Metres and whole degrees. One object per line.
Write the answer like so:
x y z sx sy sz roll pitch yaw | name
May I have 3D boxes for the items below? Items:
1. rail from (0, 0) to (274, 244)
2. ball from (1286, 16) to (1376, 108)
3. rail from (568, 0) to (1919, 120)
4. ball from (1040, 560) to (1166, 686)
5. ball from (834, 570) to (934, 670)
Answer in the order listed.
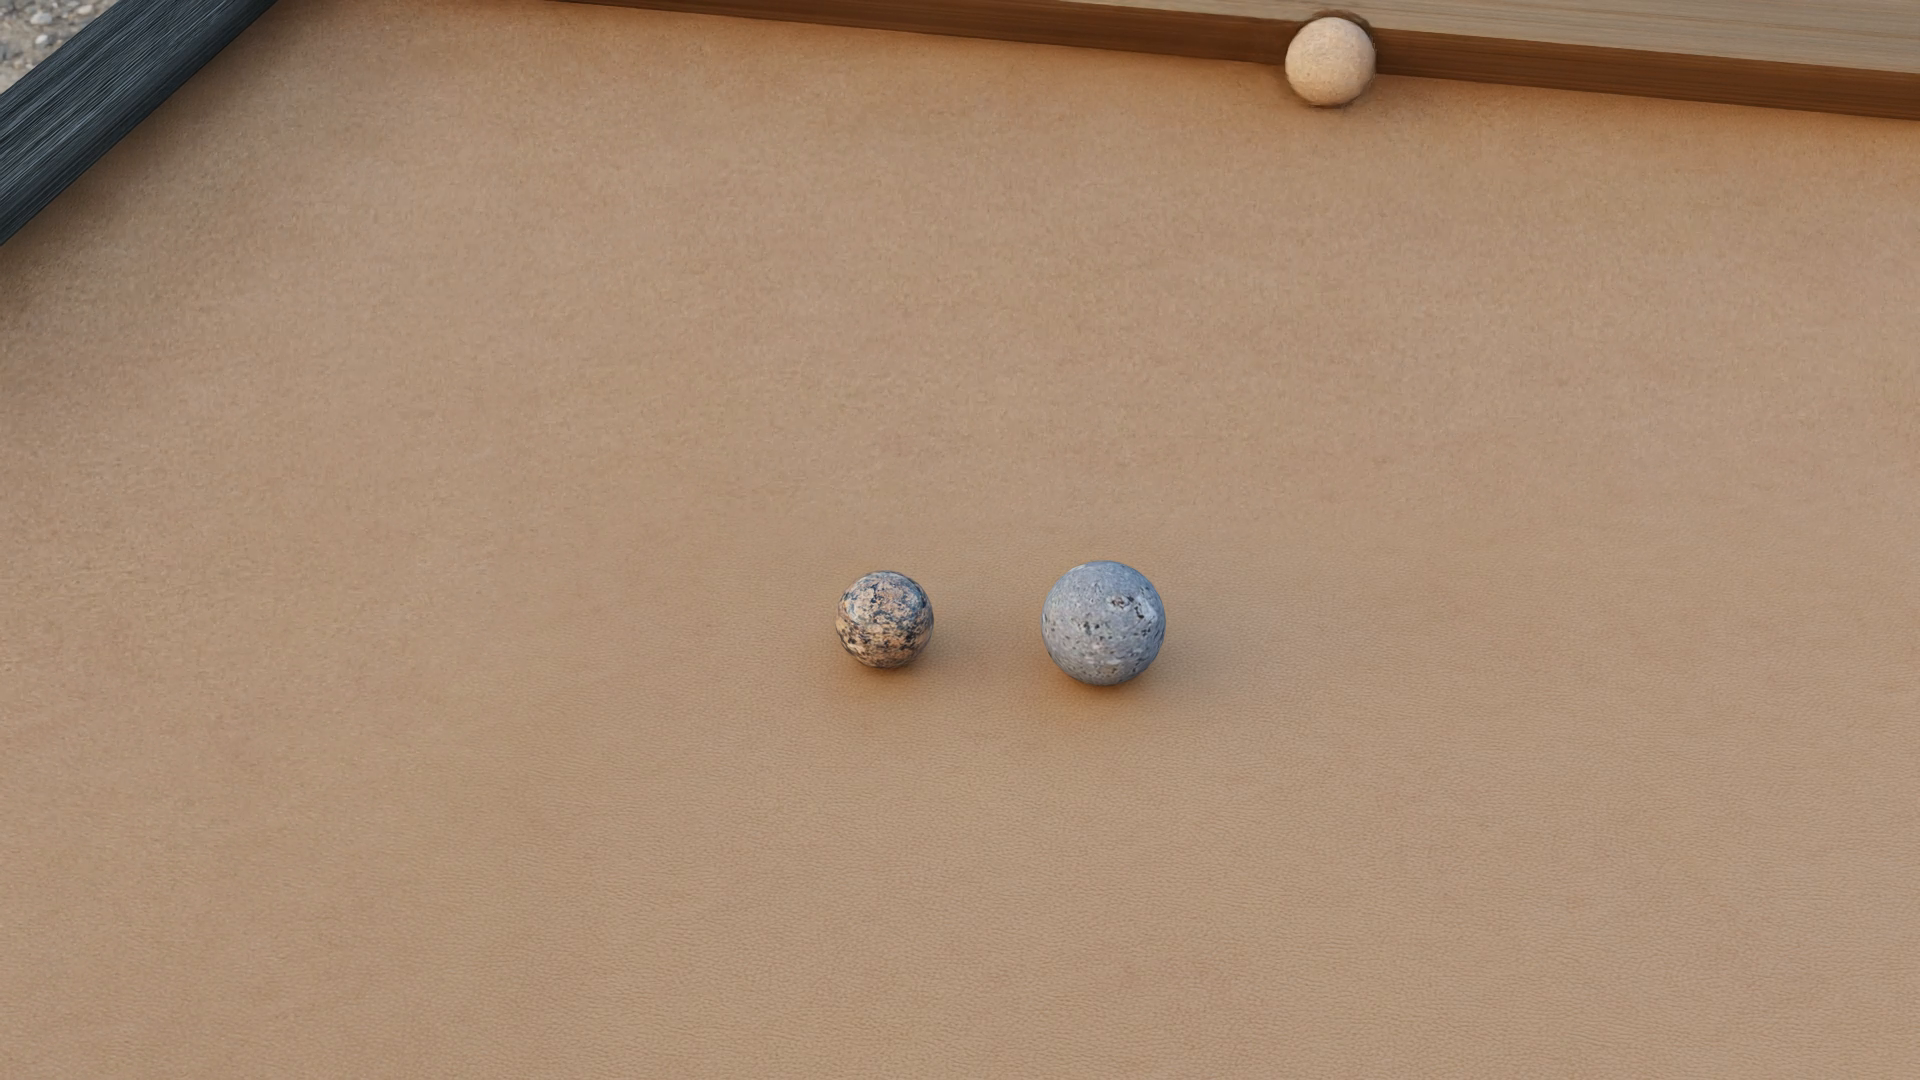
-0.931 -0.133 2.040 0.045 0.126 1.994 7 35 10 | rail
0.373 -0.481 2.584 0.090 0.090 0.090 0 34 0 | ball
1.162 -0.437 2.485 3.908 0.126 0.045 7 35 10 | rail
0.100 0.058 1.795 0.088 0.088 0.088 0 34 0 | ball
-0.053 0.056 1.813 0.070 0.070 0.070 0 34 0 | ball
